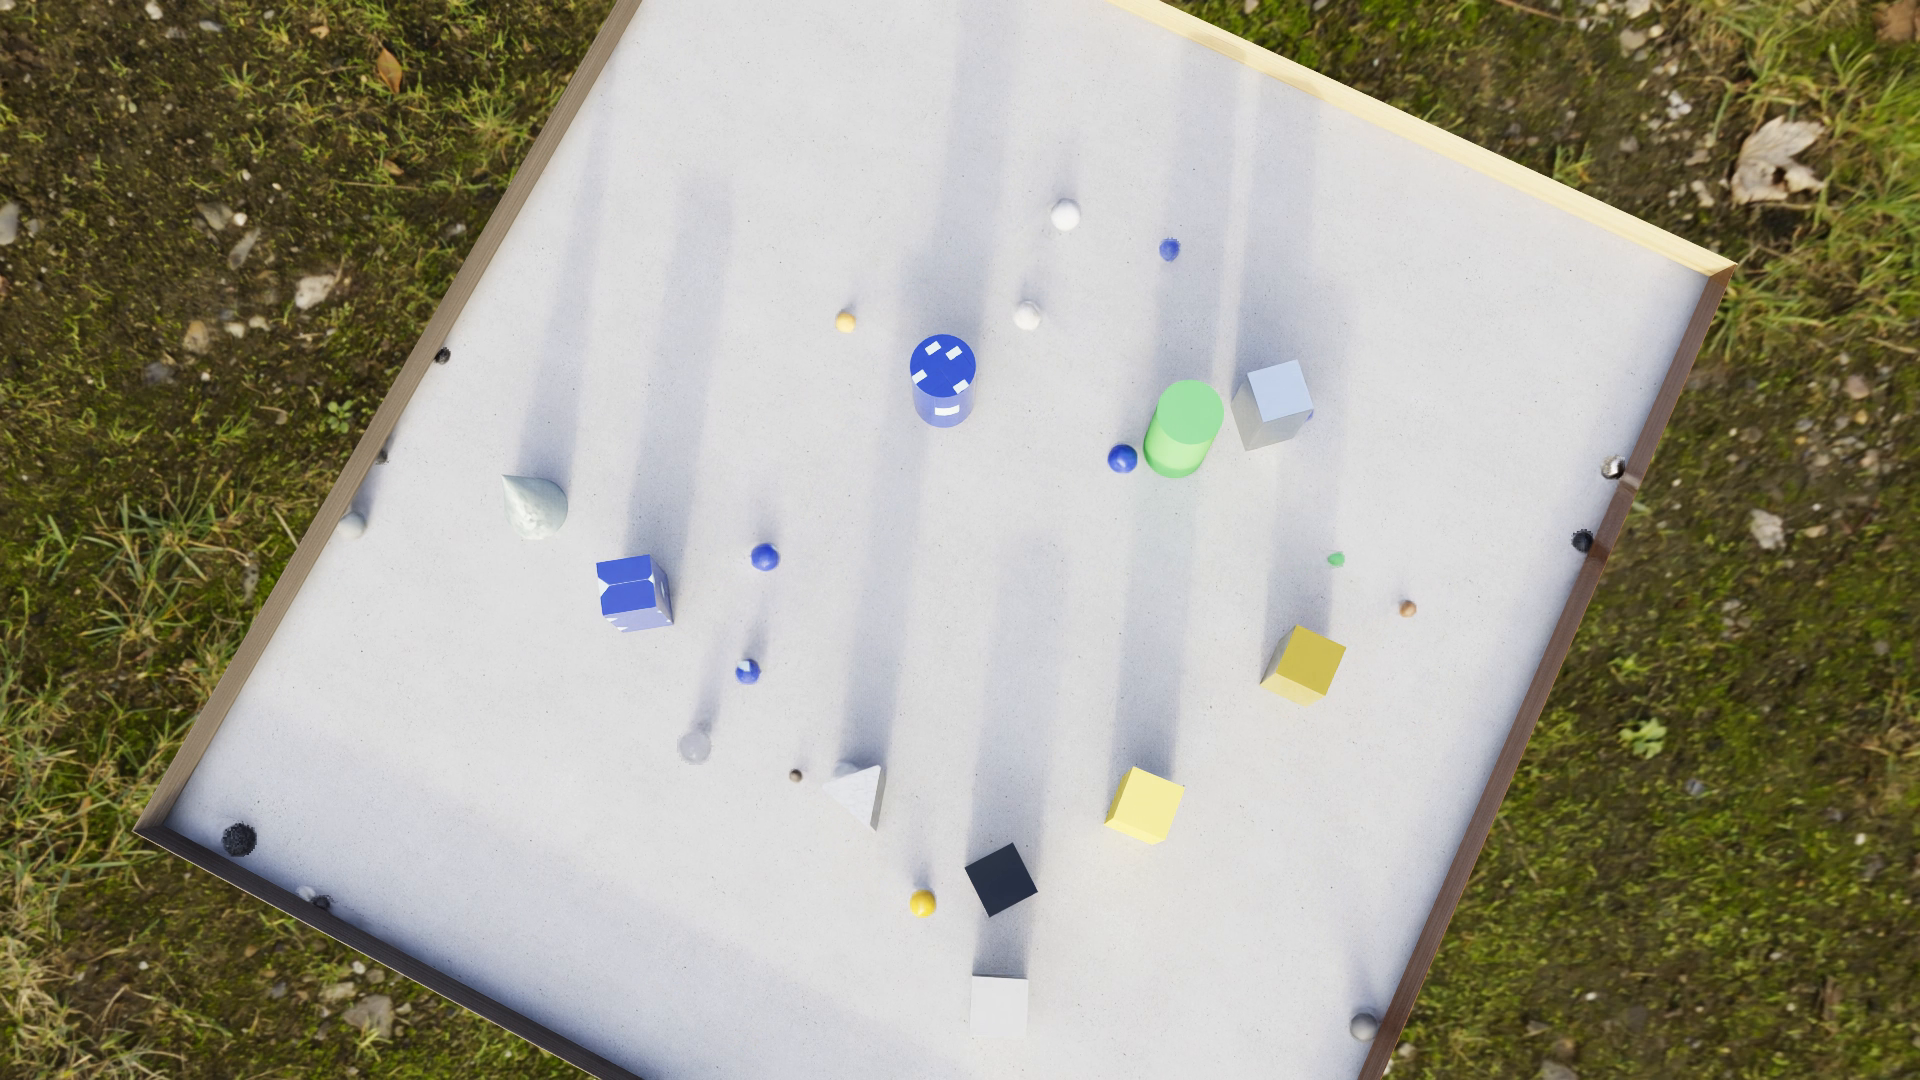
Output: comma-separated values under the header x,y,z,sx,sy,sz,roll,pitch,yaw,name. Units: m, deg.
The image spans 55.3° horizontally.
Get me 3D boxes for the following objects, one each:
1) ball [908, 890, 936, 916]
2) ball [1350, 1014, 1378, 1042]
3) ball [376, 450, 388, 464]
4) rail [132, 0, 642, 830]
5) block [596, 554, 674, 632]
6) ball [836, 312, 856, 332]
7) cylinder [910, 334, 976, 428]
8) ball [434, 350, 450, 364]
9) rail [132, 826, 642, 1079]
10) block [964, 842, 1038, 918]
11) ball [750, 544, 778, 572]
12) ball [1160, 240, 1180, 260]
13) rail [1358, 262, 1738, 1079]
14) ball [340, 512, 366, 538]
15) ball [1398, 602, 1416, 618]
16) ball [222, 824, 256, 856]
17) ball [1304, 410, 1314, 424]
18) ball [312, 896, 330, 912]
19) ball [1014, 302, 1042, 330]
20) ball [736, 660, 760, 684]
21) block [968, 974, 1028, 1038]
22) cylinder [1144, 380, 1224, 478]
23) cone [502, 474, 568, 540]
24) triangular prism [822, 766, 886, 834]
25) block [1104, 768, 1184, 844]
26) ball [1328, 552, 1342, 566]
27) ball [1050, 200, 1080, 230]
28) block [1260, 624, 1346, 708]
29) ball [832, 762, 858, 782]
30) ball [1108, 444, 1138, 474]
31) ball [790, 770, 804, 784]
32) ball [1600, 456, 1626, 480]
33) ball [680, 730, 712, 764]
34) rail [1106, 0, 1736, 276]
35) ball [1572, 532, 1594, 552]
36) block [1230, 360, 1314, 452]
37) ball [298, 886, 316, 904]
x,y,z,sx,sy,sz,roll,pitch,yaw,name
-0.110,1.061,5.357,0.079,0.079,0.079,0,78,0,ball
1.167,1.406,5.284,0.081,0.081,0.081,0,78,0,ball
-1.785,-0.255,5.649,0.040,0.040,0.040,0,78,0,ball
-1.555,-0.754,5.707,0.045,0.126,3.702,26,80,5,rail
-0.957,0.162,5.415,0.155,0.329,0.155,-9,78,-2,block
-0.356,-0.682,5.727,0.060,0.060,0.060,0,78,0,ball
-0.050,-0.477,5.542,0.194,0.339,0.194,0,78,0,cylinder
-1.615,-0.570,5.709,0.049,0.049,0.049,0,78,0,ball
-0.817,1.607,5.219,3.523,0.126,0.045,26,80,5,rail
0.116,0.983,5.288,0.155,0.246,0.155,-27,80,-5,block
-0.594,0.054,5.561,0.087,0.087,0.087,0,78,0,ball
0.660,-0.912,5.772,0.064,0.064,0.064,0,78,0,ball
1.555,0.768,5.392,0.045,0.126,3.702,26,80,5,rail
-1.849,-0.047,5.586,0.080,0.080,0.080,0,78,0,ball
1.354,0.211,5.547,0.050,0.050,0.050,0,78,0,ball
-2.121,0.881,5.388,0.091,0.091,0.091,0,78,0,ball
1.053,-0.400,5.657,0.083,0.083,0.083,0,78,0,ball
-1.874,1.068,5.372,0.047,0.047,0.047,0,78,0,ball
0.211,-0.699,5.716,0.088,0.088,0.088,0,78,0,ball
-0.636,0.395,5.496,0.075,0.075,0.075,0,78,0,ball
0.107,1.313,5.181,0.155,0.321,0.155,3,78,1,block
0.663,-0.326,5.474,0.194,0.411,0.194,0,78,0,cylinder
-1.302,-0.141,5.417,0.194,0.448,0.194,0,78,0,cone
-0.269,0.720,5.251,0.168,0.424,0.145,40,81,8,triangular prism
0.527,0.769,5.277,0.155,0.354,0.155,22,79,4,block
1.144,0.059,5.582,0.044,0.044,0.044,0,78,0,ball
0.333,-1.023,5.780,0.095,0.095,0.095,0,78,0,ball
1.005,0.374,5.388,0.155,0.296,0.155,25,79,5,block
-0.341,0.696,5.432,0.080,0.080,0.080,0,78,0,ball
0.500,-0.248,5.620,0.094,0.094,0.094,0,78,0,ball
-0.487,0.704,5.450,0.040,0.040,0.040,0,78,0,ball
2.005,-0.220,5.625,0.073,0.073,0.073,0,78,0,ball
-0.784,0.614,5.440,0.097,0.097,0.097,0,78,0,ball
0.817,-1.594,5.881,3.523,0.126,0.045,26,80,5,rail
1.898,0.008,5.582,0.064,0.064,0.064,0,78,0,ball
0.936,-0.401,5.522,0.155,0.347,0.155,-16,79,-3,block
-1.917,1.043,5.374,0.052,0.052,0.052,0,78,0,ball
